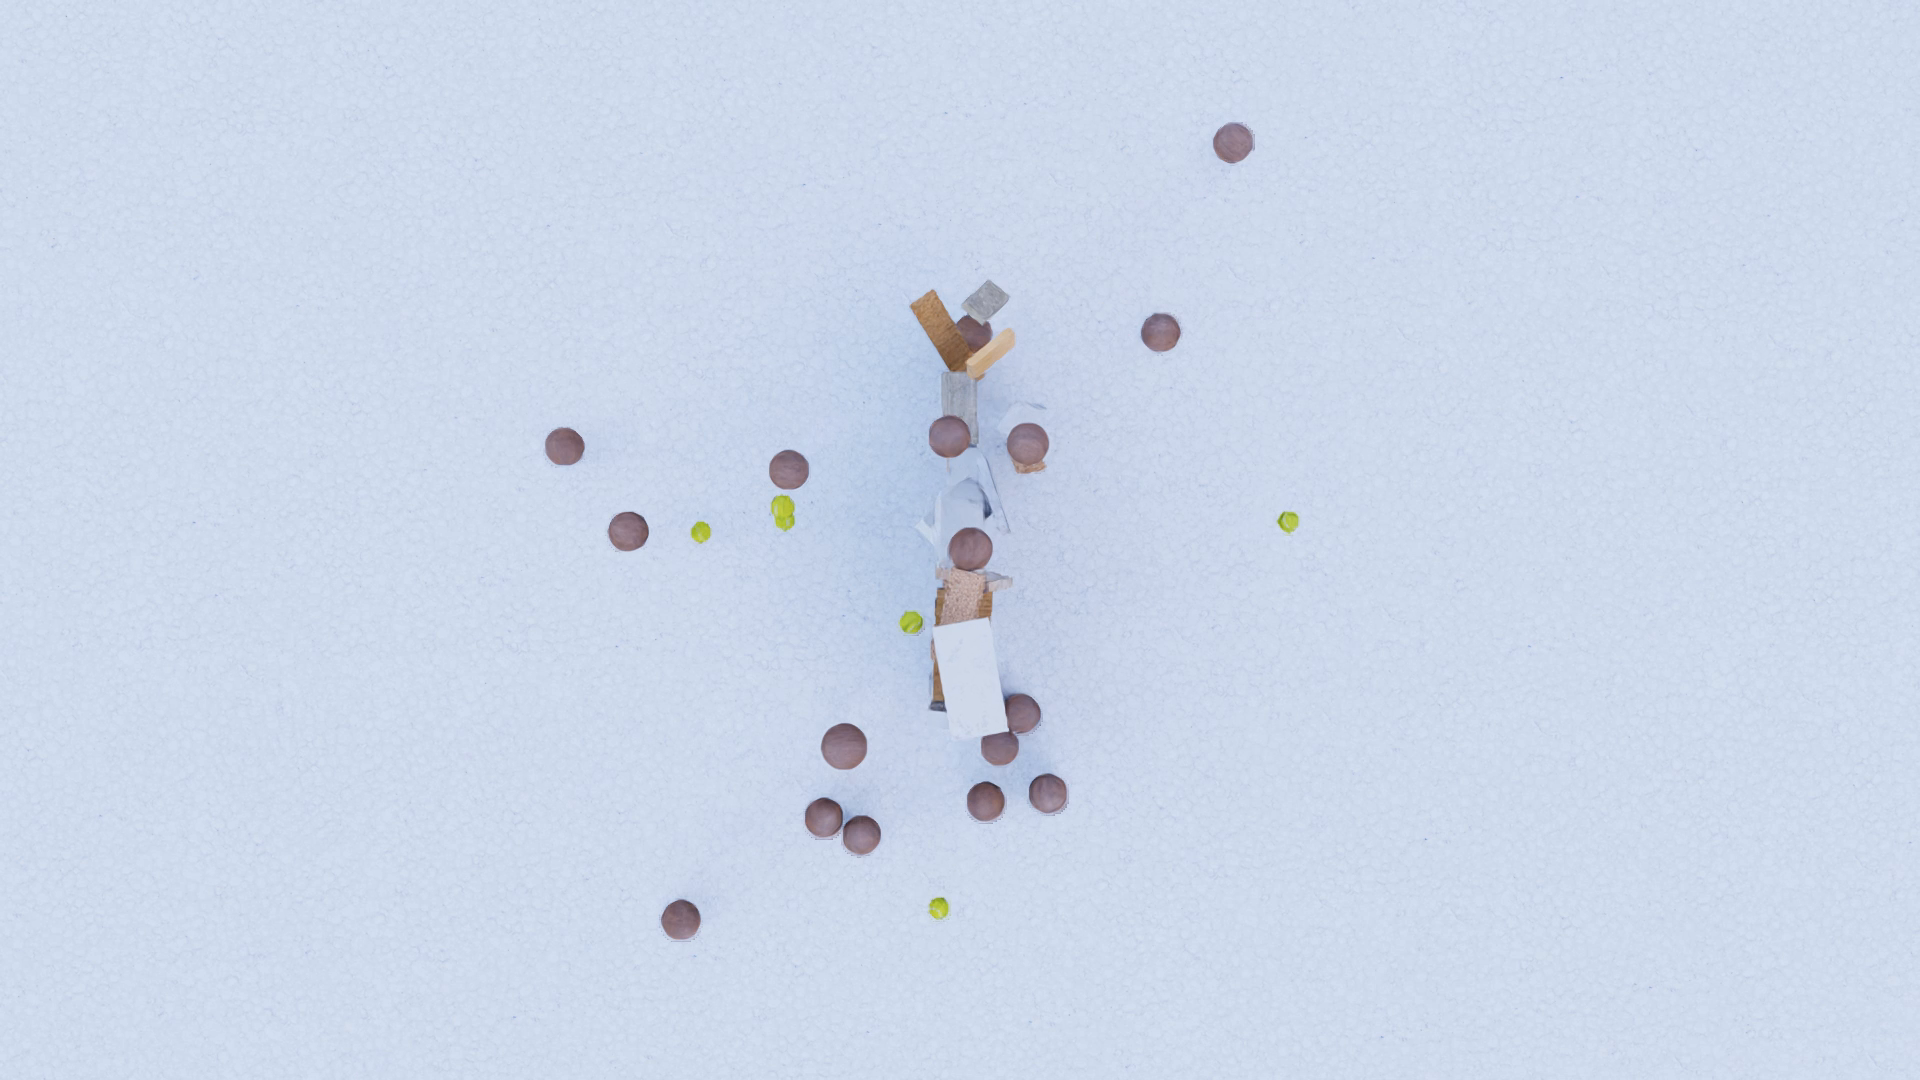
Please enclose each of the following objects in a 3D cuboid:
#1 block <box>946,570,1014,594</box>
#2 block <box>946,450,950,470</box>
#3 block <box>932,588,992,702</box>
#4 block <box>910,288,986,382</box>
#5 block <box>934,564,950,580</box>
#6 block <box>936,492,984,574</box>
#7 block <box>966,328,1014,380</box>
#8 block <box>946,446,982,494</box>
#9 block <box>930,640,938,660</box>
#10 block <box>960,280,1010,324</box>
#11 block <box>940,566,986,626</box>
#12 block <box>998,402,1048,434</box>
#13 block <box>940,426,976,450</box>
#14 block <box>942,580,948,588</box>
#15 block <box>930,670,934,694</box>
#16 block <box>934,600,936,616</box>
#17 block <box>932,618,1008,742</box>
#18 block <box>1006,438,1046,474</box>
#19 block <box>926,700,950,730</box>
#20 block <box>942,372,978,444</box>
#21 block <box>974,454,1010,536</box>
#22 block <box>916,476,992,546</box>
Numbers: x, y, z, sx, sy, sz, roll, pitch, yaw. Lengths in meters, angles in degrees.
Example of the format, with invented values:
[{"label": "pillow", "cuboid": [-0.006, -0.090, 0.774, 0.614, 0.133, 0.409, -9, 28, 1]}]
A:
[{"label": "block", "cuboid": [0.056, 0.124, 5.057, 0.104, 0.347, 0.029, -12, 97, -16]}, {"label": "block", "cuboid": [0.007, -0.258, 5.398, 0.100, 0.200, 0.028, 2, 81, -1]}, {"label": "block", "cuboid": [0.008, 0.327, 5.127, 0.174, 0.049, 0.347, 2, 90, 0]}, {"label": "block", "cuboid": [-0.036, -0.638, 5.320, 0.091, 0.441, 0.026, -35, 51, 0]}, {"label": "block", "cuboid": [-0.003, 0.061, 5.099, 0.142, 0.284, 0.040, 0, 106, 1]}, {"label": "block", "cuboid": [-0.001, -0.016, 4.990, 0.142, 0.284, 0.040, 16, 132, -16]}, {"label": "block", "cuboid": [0.097, -0.588, 5.208, 0.182, 0.091, 0.026, -41, 70, -13]}, {"label": "block", "cuboid": [0.011, -0.196, 5.284, 0.100, 0.028, 0.200, 4, 90, -1]}, {"label": "block", "cuboid": [-0.001, 0.330, 4.937, 0.165, 0.330, 0.047, 2, 89, 0]}, {"label": "block", "cuboid": [0.082, -0.756, 5.237, 0.091, 0.182, 0.026, 39, 132, 2]}, {"label": "block", "cuboid": [0.006, 0.191, 4.844, 0.104, 0.029, 0.208, 16, 100, 26]}, {"label": "block", "cuboid": [0.199, -0.388, 5.258, 0.030, 0.212, 0.106, 43, 108, 16]}, {"label": "block", "cuboid": [-0.004, -0.334, 5.385, 0.113, 0.227, 0.032, 0, 82, 0]}, {"label": "block", "cuboid": [0.002, 0.043, 5.258, 0.113, 0.032, 0.226, 0, 90, 0]}, {"label": "block", "cuboid": [-0.010, 0.458, 5.326, 0.174, 0.347, 0.049, 0, 90, 0]}, {"label": "block", "cuboid": [0.006, 0.216, 5.326, 0.174, 0.347, 0.049, 0, 89, 0]}, {"label": "block", "cuboid": [0.029, 0.400, 4.747, 0.165, 0.047, 0.330, -10, 89, 0]}, {"label": "block", "cuboid": [0.216, -0.274, 5.393, 0.030, 0.212, 0.106, -23, 86, 22]}, {"label": "block", "cuboid": [-0.010, 0.534, 5.135, 0.165, 0.727, 0.047, 9, 89, 1]}, {"label": "block", "cuboid": [-0.001, -0.420, 5.255, 0.113, 0.032, 0.227, -1, 90, 0]}, {"label": "block", "cuboid": [0.103, -0.142, 5.176, 0.030, 0.106, 0.242, -18, 75, 4]}, {"label": "block", "cuboid": [-0.007, -0.073, 5.136, 0.142, 0.314, 0.040, 45, 129, -1]}]
